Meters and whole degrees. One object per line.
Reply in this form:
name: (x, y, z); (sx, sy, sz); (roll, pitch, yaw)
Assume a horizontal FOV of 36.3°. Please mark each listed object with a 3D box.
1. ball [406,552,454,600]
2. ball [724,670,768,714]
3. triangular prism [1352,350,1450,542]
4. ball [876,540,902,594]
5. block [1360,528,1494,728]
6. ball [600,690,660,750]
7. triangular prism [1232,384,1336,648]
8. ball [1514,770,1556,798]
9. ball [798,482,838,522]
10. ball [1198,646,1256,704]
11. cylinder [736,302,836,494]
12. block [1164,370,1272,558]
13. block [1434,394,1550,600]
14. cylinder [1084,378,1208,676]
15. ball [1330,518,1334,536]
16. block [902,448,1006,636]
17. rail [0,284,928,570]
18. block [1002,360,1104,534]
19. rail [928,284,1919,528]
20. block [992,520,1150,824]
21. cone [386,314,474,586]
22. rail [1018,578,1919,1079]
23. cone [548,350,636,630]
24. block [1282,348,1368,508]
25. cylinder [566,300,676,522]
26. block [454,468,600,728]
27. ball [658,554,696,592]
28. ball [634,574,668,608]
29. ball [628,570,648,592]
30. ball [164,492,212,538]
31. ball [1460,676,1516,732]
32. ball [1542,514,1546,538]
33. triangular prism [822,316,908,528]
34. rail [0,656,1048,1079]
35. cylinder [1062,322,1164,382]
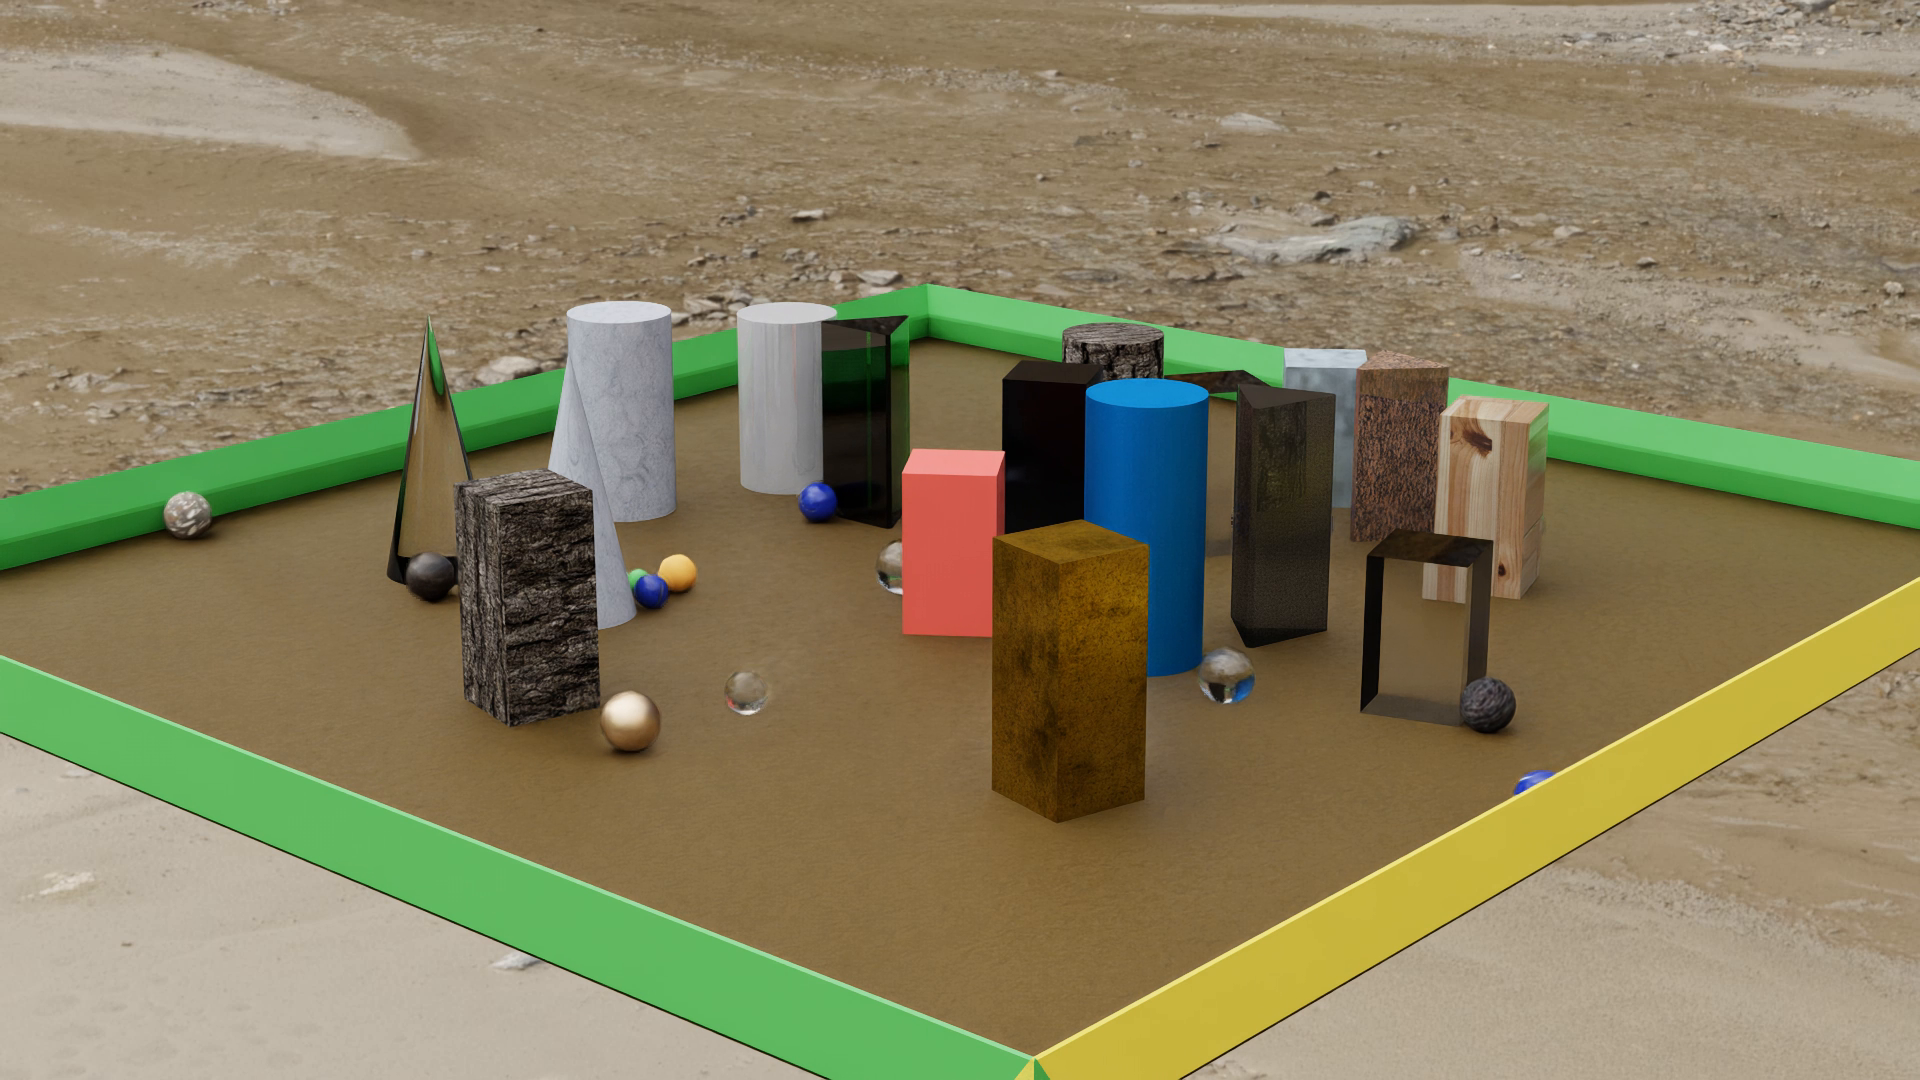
ball: (-0.922, 0.062, 5.102); (0.083, 0.083, 0.083); (0, 17, 0)
ball: (-0.331, 0.236, 4.548); (0.069, 0.069, 0.069); (0, 17, 0)
triangular prism: (0.803, -0.179, 5.476); (0.170, 0.328, 0.148); (-2, 17, -6)
ball: (-0.100, 0.047, 5.128); (0.097, 0.097, 0.097); (0, 17, 0)
block: (0.726, 0.135, 4.561); (0.157, 0.256, 0.157); (7, 18, 23)
ball: (-0.494, 0.271, 4.395); (0.090, 0.090, 0.090); (0, 17, 0)
triangular prism: (0.508, -0.048, 4.903); (0.170, 0.409, 0.148); (-11, 20, -32)
ball: (0.817, 0.362, 4.109); (0.081, 0.081, 0.081); (0, 17, 0)
ball: (-0.270, -0.072, 5.560); (0.074, 0.074, 0.074); (0, 17, 0)
ball: (0.418, 0.212, 4.595); (0.090, 0.090, 0.090); (0, 17, 0)
cylinder: (-0.339, -0.281, 5.790); (0.197, 0.343, 0.197); (0, 17, 0)
block: (0.473, -0.141, 5.390); (0.157, 0.306, 0.157); (-5, 17, -16)
block: (0.933, -0.077, 5.160); (0.157, 0.316, 0.157); (7, 18, 22)
cylinder: (0.299, -0.022, 4.750); (0.197, 0.446, 0.197); (0, 17, 0)
ball: (0.642, -0.029, 5.391); (0.091, 0.091, 0.091); (0, 17, 0)
block: (-0.010, 0.004, 4.954); (0.157, 0.280, 0.157); (2, 17, 6)
rail: (-1.035, -0.227, 5.981); (0.045, 0.128, 2.971); (14, 22, 39)
block: (0.173, -0.168, 5.485); (0.157, 0.301, 0.157); (4, 17, 14)
rail: (0.958, -0.286, 6.177); (2.790, 0.128, 0.045); (14, 22, 39)
block: (0.156, 0.184, 4.177); (0.157, 0.382, 0.157); (-11, 20, -33)
cone: (-0.931, -0.173, 5.202); (0.197, 0.475, 0.197); (0, 17, 0)
rail: (1.035, 0.291, 4.259); (0.045, 0.128, 2.971); (14, 22, 39)
cone: (-0.654, -0.095, 4.967); (0.197, 0.462, 0.197); (0, 17, 0)
block: (0.706, -0.218, 5.697); (0.157, 0.276, 0.157); (1, 17, 4)
cylinder: (-0.645, -0.247, 5.602); (0.197, 0.386, 0.197); (0, 17, 0)
block: (-0.671, 0.087, 4.552); (0.157, 0.353, 0.157); (-11, 20, -33)
ball: (-0.496, 0.058, 5.142); (0.066, 0.066, 0.066); (0, 17, 0)
ball: (-0.533, 0.088, 5.056); (0.059, 0.059, 0.059); (0, 17, 0)
ball: (-0.563, 0.072, 5.137); (0.043, 0.043, 0.043); (0, 17, 0)
ball: (-1.436, -0.046, 5.454); (0.087, 0.087, 0.087); (0, 17, 0)
ball: (0.806, 0.251, 4.474); (0.084, 0.084, 0.084); (0, 17, 0)
ball: (1.023, -0.027, 5.370); (0.098, 0.098, 0.098); (0, 17, 0)
triangular prism: (-0.148, -0.232, 5.573); (0.170, 0.374, 0.148); (14, 22, 39)
rail: (-0.958, 0.351, 4.063); (2.790, 0.128, 0.045); (14, 22, 39)
cylinder: (0.296, -0.246, 5.714); (0.197, 0.320, 0.197); (0, 17, 0)
